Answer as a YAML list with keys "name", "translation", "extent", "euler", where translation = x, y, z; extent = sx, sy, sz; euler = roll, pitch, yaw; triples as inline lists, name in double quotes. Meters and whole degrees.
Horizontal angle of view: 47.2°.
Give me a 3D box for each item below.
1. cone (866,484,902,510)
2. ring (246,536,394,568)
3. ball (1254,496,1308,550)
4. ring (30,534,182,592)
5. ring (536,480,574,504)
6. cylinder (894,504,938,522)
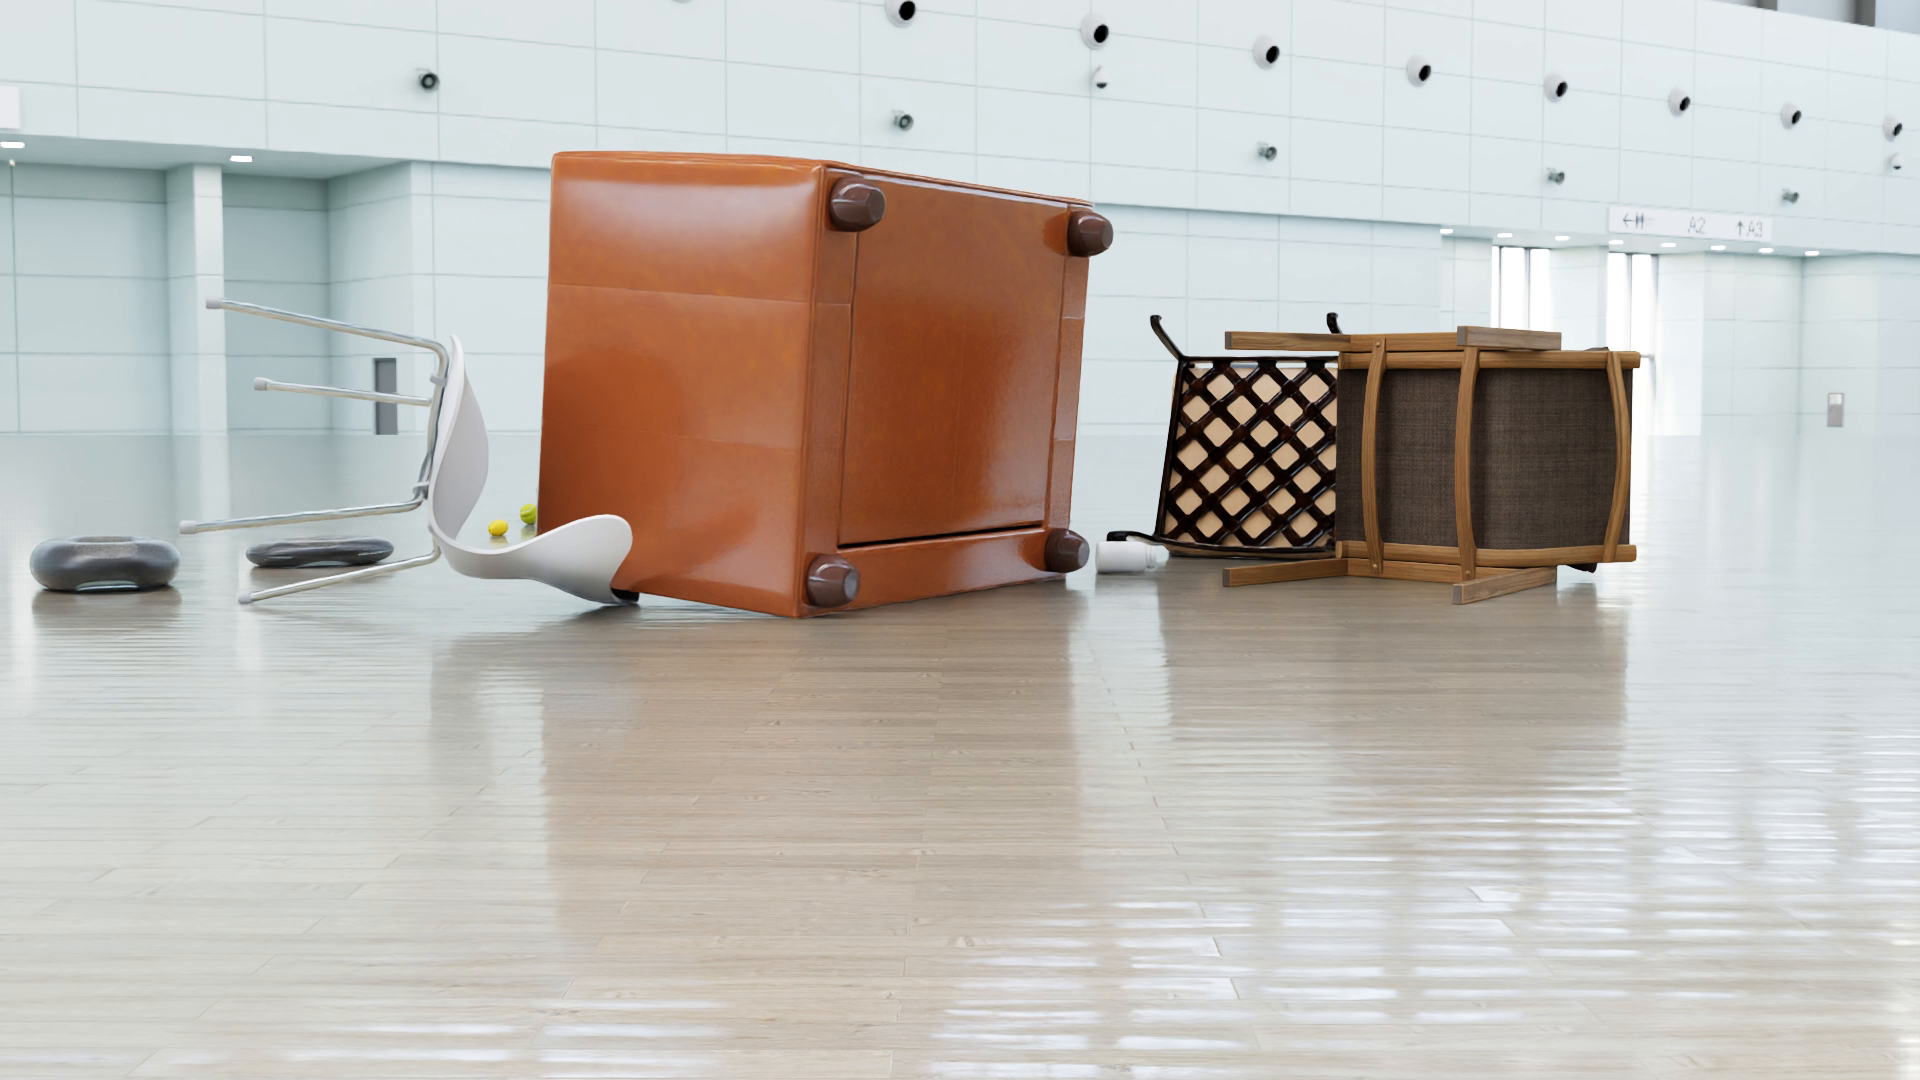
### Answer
- name: "cone"
  translation: [-0.316, -0.143, 8.298]
  extent: [0.128, 0.089, 0.169]
  euler: [23, 28, 17]
- name: "ring"
  translation: [-1.646, 0.028, 5.665]
  extent: [0.314, 0.066, 0.389]
  euler: [3, 5, 43]
- name: "ball"
  translation: [0.898, -0.048, 6.148]
  extent: [0.150, 0.150, 0.150]
  euler: [0, 4, 0]
- name: "ring"
  translation: [-1.949, 0.051, 5.018]
  extent: [0.324, 0.109, 0.506]
  euler: [-1, 3, -20]
- name: "ring"
  translation: [-1.580, -0.184, 8.571]
  extent: [0.150, 0.094, 0.078]
  euler: [12, -8, 1]
- name: "cylinder"
  translation: [-0.150, -0.090, 7.434]
  extent: [0.130, 0.058, 0.092]
  euler: [0, 4, 15]
